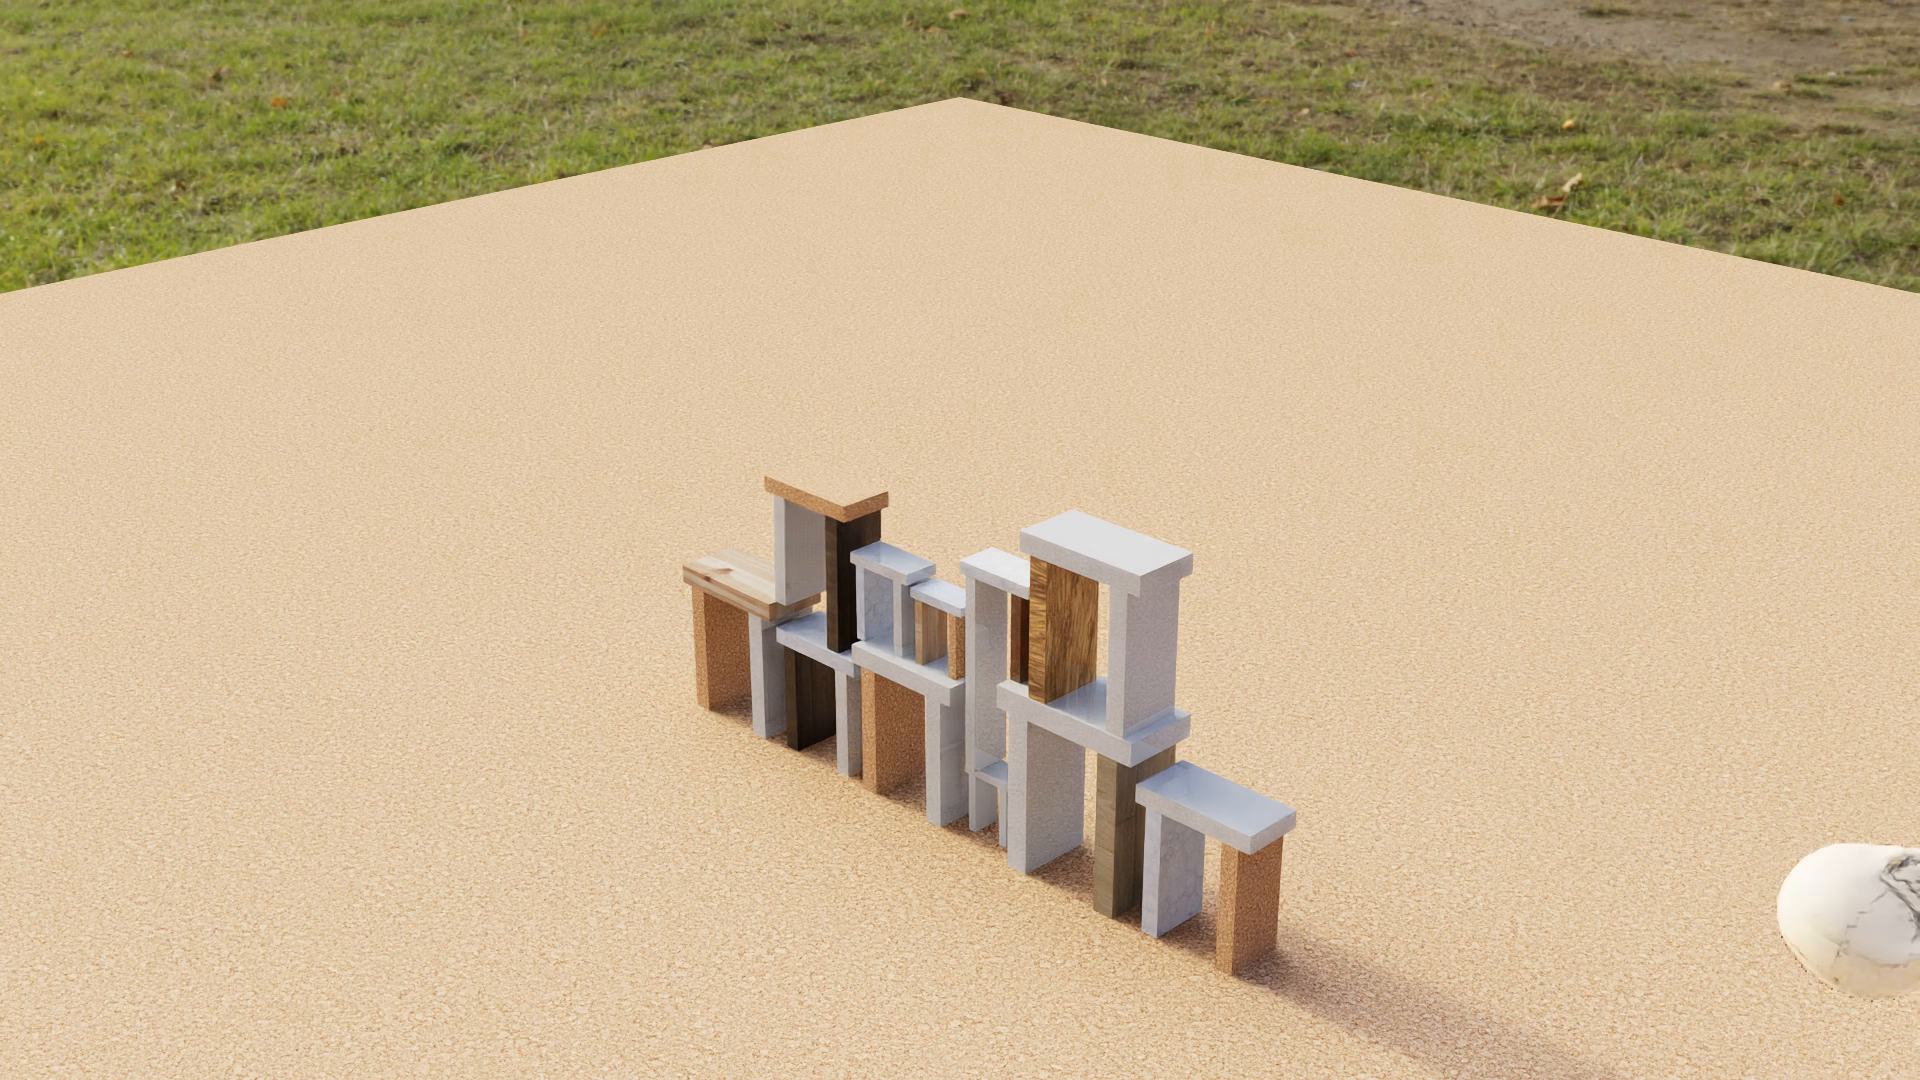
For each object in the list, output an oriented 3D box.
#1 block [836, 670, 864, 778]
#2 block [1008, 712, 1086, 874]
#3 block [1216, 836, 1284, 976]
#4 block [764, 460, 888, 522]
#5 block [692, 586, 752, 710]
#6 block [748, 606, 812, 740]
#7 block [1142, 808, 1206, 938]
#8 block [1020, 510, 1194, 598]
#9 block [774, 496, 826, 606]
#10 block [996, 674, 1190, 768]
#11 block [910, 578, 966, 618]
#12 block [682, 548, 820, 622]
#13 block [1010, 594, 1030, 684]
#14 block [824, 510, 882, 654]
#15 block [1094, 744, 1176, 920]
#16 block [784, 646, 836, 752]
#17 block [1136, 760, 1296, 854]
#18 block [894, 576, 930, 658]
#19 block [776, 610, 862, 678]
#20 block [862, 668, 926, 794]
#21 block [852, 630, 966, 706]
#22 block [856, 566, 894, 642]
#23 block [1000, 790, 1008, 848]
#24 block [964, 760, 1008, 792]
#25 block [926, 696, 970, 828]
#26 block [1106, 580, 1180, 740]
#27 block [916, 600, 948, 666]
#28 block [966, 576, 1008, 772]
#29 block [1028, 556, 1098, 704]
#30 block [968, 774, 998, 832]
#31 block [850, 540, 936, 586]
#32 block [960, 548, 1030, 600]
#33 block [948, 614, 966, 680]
[{"bbox_3d":[-0.202,0.364,4.595,0.034,0.240,0.120,21,31,41],"label":"block"},{"bbox_3d":[0.168,0.462,4.244,0.047,0.334,0.167,21,31,41],"label":"block"},{"bbox_3d":[0.517,0.636,3.928,0.037,0.261,0.131,21,31,41],"label":"block"},{"bbox_3d":[-0.273,-0.100,4.485,0.122,0.034,0.243,-21,31,-41],"label":"block"},{"bbox_3d":[-0.519,0.219,4.875,0.041,0.289,0.144,21,31,41],"label":"block"},{"bbox_3d":[-0.383,0.272,4.750,0.041,0.289,0.144,21,31,41],"label":"block"},{"bbox_3d":[0.394,0.588,4.041,0.037,0.261,0.131,21,31,41],"label":"block"},{"bbox_3d":[0.261,0.021,3.945,0.288,0.041,0.144,21,31,41],"label":"block"},{"bbox_3d":[-0.331,0.005,4.593,0.121,0.243,0.034,-21,33,-41],"label":"block"},{"bbox_3d":[0.247,0.317,4.097,0.334,0.047,0.167,21,31,41],"label":"block"},{"bbox_3d":[-0.024,0.112,4.294,0.139,0.020,0.070,21,31,41],"label":"block"},{"bbox_3d":[-0.451,0.094,4.748,0.289,0.041,0.144,21,31,41],"label":"block"},{"bbox_3d":[0.136,0.173,4.148,0.025,0.179,0.090,21,31,41],"label":"block"},{"bbox_3d":[-0.217,0.075,4.499,0.121,0.298,0.034,-21,32,-41],"label":"block"},{"bbox_3d":[0.325,0.524,4.099,0.047,0.334,0.167,21,31,41],"label":"block"},{"bbox_3d":[-0.316,0.320,4.699,0.034,0.240,0.120,21,31,41],"label":"block"},{"bbox_3d":[0.456,0.475,3.926,0.261,0.037,0.131,21,31,41],"label":"block"},{"bbox_3d":[-0.095,0.146,4.387,0.023,0.163,0.081,21,31,41],"label":"block"},{"bbox_3d":[-0.259,0.216,4.594,0.120,0.034,0.240,-21,31,-41],"label":"block"},{"bbox_3d":[-0.136,0.370,4.529,0.040,0.281,0.140,21,31,41],"label":"block"},{"bbox_3d":[-0.070,0.248,4.405,0.281,0.040,0.140,21,31,41],"label":"block"},{"bbox_3d":[-0.172,0.116,4.458,0.023,0.163,0.081,21,31,41],"label":"block"},{"bbox_3d":[0.106,0.537,4.334,0.018,0.126,0.063,21,31,41],"label":"block"},{"bbox_3d":[0.076,0.459,4.333,0.126,0.018,0.063,21,31,41],"label":"block"},{"bbox_3d":[-0.004,0.422,4.407,0.040,0.281,0.140,21,31,41],"label":"block"},{"bbox_3d":[0.328,0.199,3.946,0.041,0.288,0.144,21,31,41],"label":"block"},{"bbox_3d":[-0.056,0.172,4.355,0.020,0.139,0.070,21,31,41],"label":"block"},{"bbox_3d":[0.051,0.249,4.272,0.025,0.416,0.090,21,31,41],"label":"block"},{"bbox_3d":[0.193,0.146,4.071,0.041,0.288,0.144,21,31,41],"label":"block"},{"bbox_3d":[0.046,0.514,4.388,0.018,0.126,0.063,21,31,41],"label":"block"},{"bbox_3d":[-0.134,0.046,4.386,0.163,0.023,0.081,21,31,41],"label":"block"},{"bbox_3d":[0.093,0.062,4.147,0.179,0.025,0.090,21,31,41],"label":"block"},{"bbox_3d":[0.009,0.198,4.294,0.020,0.140,0.070,21,31,41],"label":"block"}]
